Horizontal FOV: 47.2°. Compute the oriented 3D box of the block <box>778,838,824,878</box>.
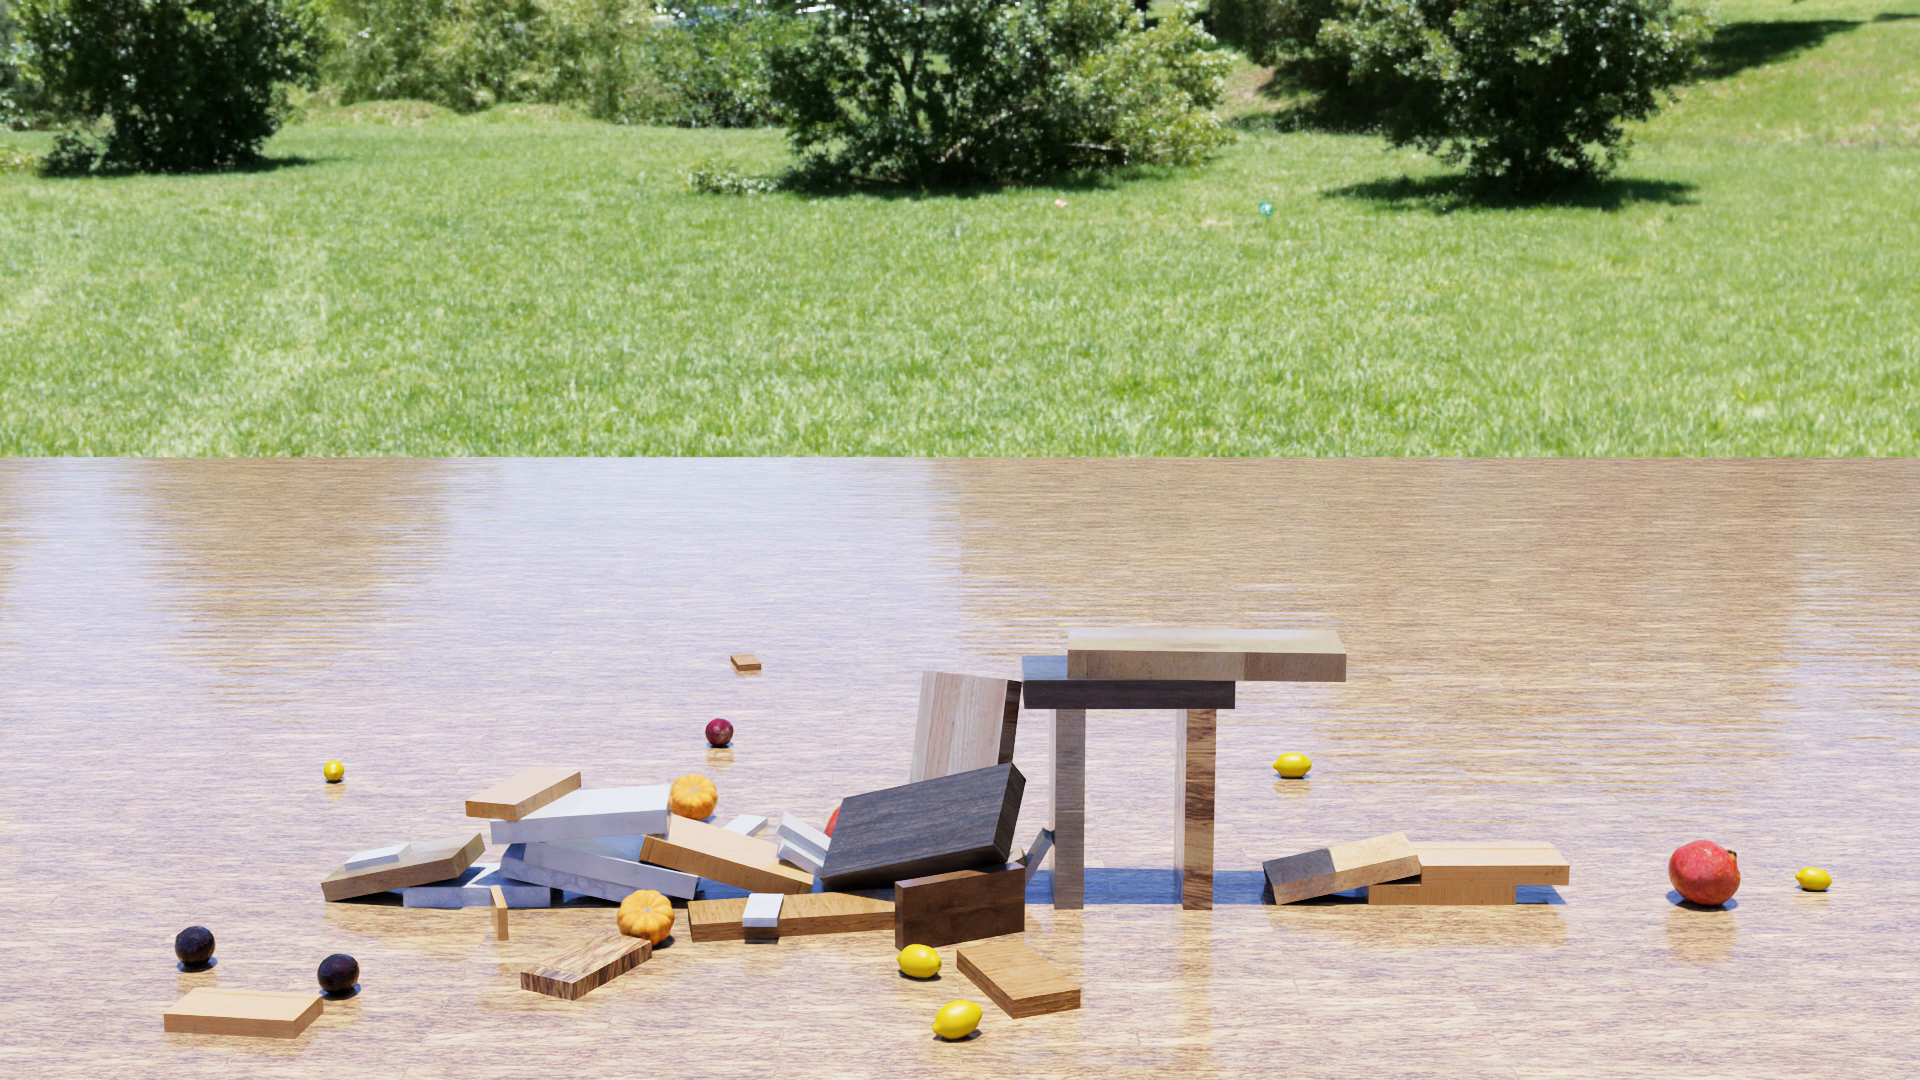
[{"bbox_3d":[-0.236,0.542,3.677,0.141,0.020,0.071,32,9,-6],"label":"block"}]

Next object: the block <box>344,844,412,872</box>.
[{"bbox_3d":[-0.968,0.528,3.662,0.100,0.014,0.050,-12,11,14],"label":"block"}]

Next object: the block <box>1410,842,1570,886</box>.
[{"bbox_3d":[0.877,0.539,3.664,0.242,0.034,0.121,0,11,-1],"label":"block"}]

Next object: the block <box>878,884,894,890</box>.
[{"bbox_3d":[-0.109,0.566,3.676,0.141,0.020,0.071,9,8,2],"label":"block"}]

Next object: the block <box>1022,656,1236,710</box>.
[{"bbox_3d":[0.272,0.233,3.609,0.338,0.048,0.169,0,11,0],"label":"block"}]

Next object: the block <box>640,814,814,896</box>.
[{"bbox_3d":[-0.385,0.528,3.660,0.283,0.040,0.142,17,10,-5],"label":"block"}]

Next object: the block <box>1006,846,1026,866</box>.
[{"bbox_3d":[0.058,0.554,3.671,0.112,0.016,0.056,-30,10,4],"label":"block"}]

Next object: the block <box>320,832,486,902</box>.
[{"bbox_3d":[-0.925,0.543,3.656,0.240,0.034,0.120,-12,11,13],"label":"block"}]

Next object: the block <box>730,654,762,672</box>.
[{"bbox_3d":[-0.510,0.291,5.238,0.054,0.015,0.109,-3,11,-16],"label":"block"}]

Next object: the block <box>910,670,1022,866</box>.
[{"bbox_3d":[0.000,0.393,3.665,0.167,0.334,0.047,4,-6,32],"label":"block"}]

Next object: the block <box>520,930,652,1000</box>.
[{"bbox_3d":[-0.562,0.641,3.319,0.097,0.027,0.194,6,12,28],"label":"block"}]

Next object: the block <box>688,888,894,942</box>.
[{"bbox_3d":[-0.198,0.599,3.538,0.471,0.030,0.107,-2,11,-10],"label":"block"}]

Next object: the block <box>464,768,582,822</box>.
[{"bbox_3d":[-0.723,0.421,3.649,0.097,0.027,0.194,2,11,23],"label":"block"}]

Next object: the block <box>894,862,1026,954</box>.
[{"bbox_3d":[0.001,0.576,3.452,0.213,0.107,0.030,-5,12,-26],"label":"block"}]

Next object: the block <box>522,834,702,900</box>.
[{"bbox_3d":[-0.569,0.525,3.654,0.284,0.040,0.142,13,10,-2],"label":"block"}]

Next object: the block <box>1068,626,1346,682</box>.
[{"bbox_3d":[0.399,0.186,3.598,0.444,0.047,0.167,1,11,4],"label":"block"}]

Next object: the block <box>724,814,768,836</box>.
[{"bbox_3d":[-0.394,0.523,3.987,0.054,0.015,0.109,3,11,17],"label":"block"}]

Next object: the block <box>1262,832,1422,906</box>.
[{"bbox_3d":[0.634,0.546,3.665,0.242,0.034,0.121,-13,10,2],"label":"block"}]

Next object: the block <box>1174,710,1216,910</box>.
[{"bbox_3d":[0.388,0.423,3.643,0.048,0.338,0.169,0,11,0],"label":"block"}]

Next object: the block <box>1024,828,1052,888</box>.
[{"bbox_3d":[0.118,0.538,3.661,0.016,0.113,0.056,29,9,-6],"label":"block"}]

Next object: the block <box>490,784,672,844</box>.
[{"bbox_3d":[-0.623,0.453,3.635,0.283,0.040,0.142,-4,10,-4],"label":"block"}]

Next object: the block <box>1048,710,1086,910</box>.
[{"bbox_3d":[0.177,0.422,3.646,0.048,0.338,0.169,0,11,-1],"label":"block"}]

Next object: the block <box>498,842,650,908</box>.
[{"bbox_3d":[-0.634,0.548,3.657,0.240,0.034,0.120,13,10,-1],"label":"block"}]

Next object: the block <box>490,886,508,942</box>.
[{"bbox_3d":[-0.734,0.594,3.501,0.015,0.054,0.109,-3,11,-18],"label":"block"}]

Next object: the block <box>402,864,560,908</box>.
[{"bbox_3d":[-0.792,0.574,3.662,0.240,0.034,0.120,0,11,0],"label":"block"}]

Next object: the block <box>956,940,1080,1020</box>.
[{"bbox_3d":[0.085,0.650,3.263,0.107,0.030,0.213,-4,11,-22],"label":"block"}]

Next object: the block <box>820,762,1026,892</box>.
[{"bbox_3d":[-0.061,0.471,3.582,0.334,0.047,0.167,-15,39,29],"label":"block"}]

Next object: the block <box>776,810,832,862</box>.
[{"bbox_3d":[-0.242,0.510,3.698,0.141,0.020,0.071,32,9,-6],"label":"block"}]

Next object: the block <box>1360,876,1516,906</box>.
[{"bbox_3d":[0.792,0.572,3.670,0.242,0.034,0.121,0,11,0],"label":"block"}]

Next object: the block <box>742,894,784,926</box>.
[{"bbox_3d":[-0.311,0.586,3.483,0.054,0.015,0.108,0,11,1],"label":"block"}]

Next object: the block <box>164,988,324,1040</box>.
[{"bbox_3d":[-1.021,0.675,3.138,0.193,0.027,0.097,1,11,8],"label":"block"}]
